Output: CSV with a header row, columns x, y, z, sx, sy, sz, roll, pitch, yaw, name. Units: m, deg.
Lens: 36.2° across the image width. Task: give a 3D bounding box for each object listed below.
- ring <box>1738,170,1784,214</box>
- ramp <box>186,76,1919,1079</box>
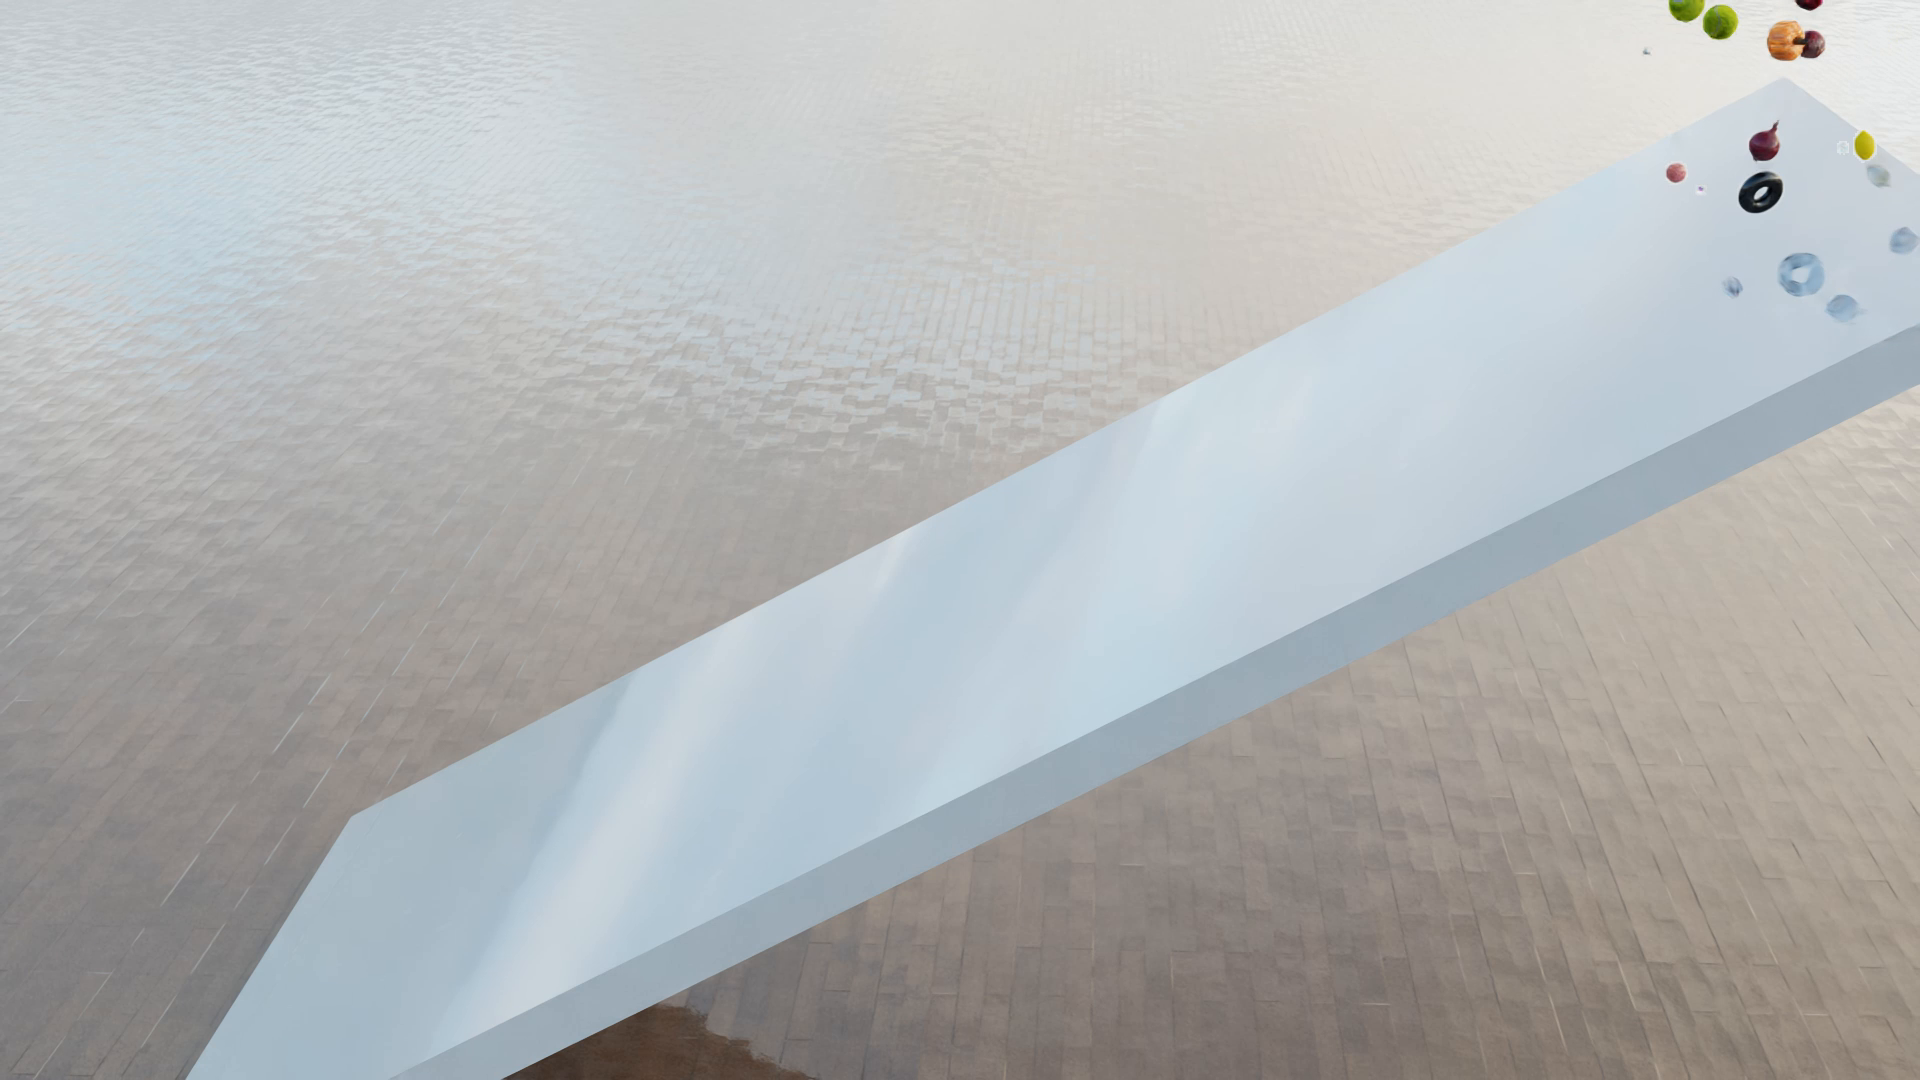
x,y,z,sx,sy,sz,roll,pitch,yaw,name
1.571,-0.682,5.770,0.094,0.094,0.031,-6,41,-18,ring
0.142,0.167,6.282,4.000,0.100,2.000,-27,14,11,ramp
